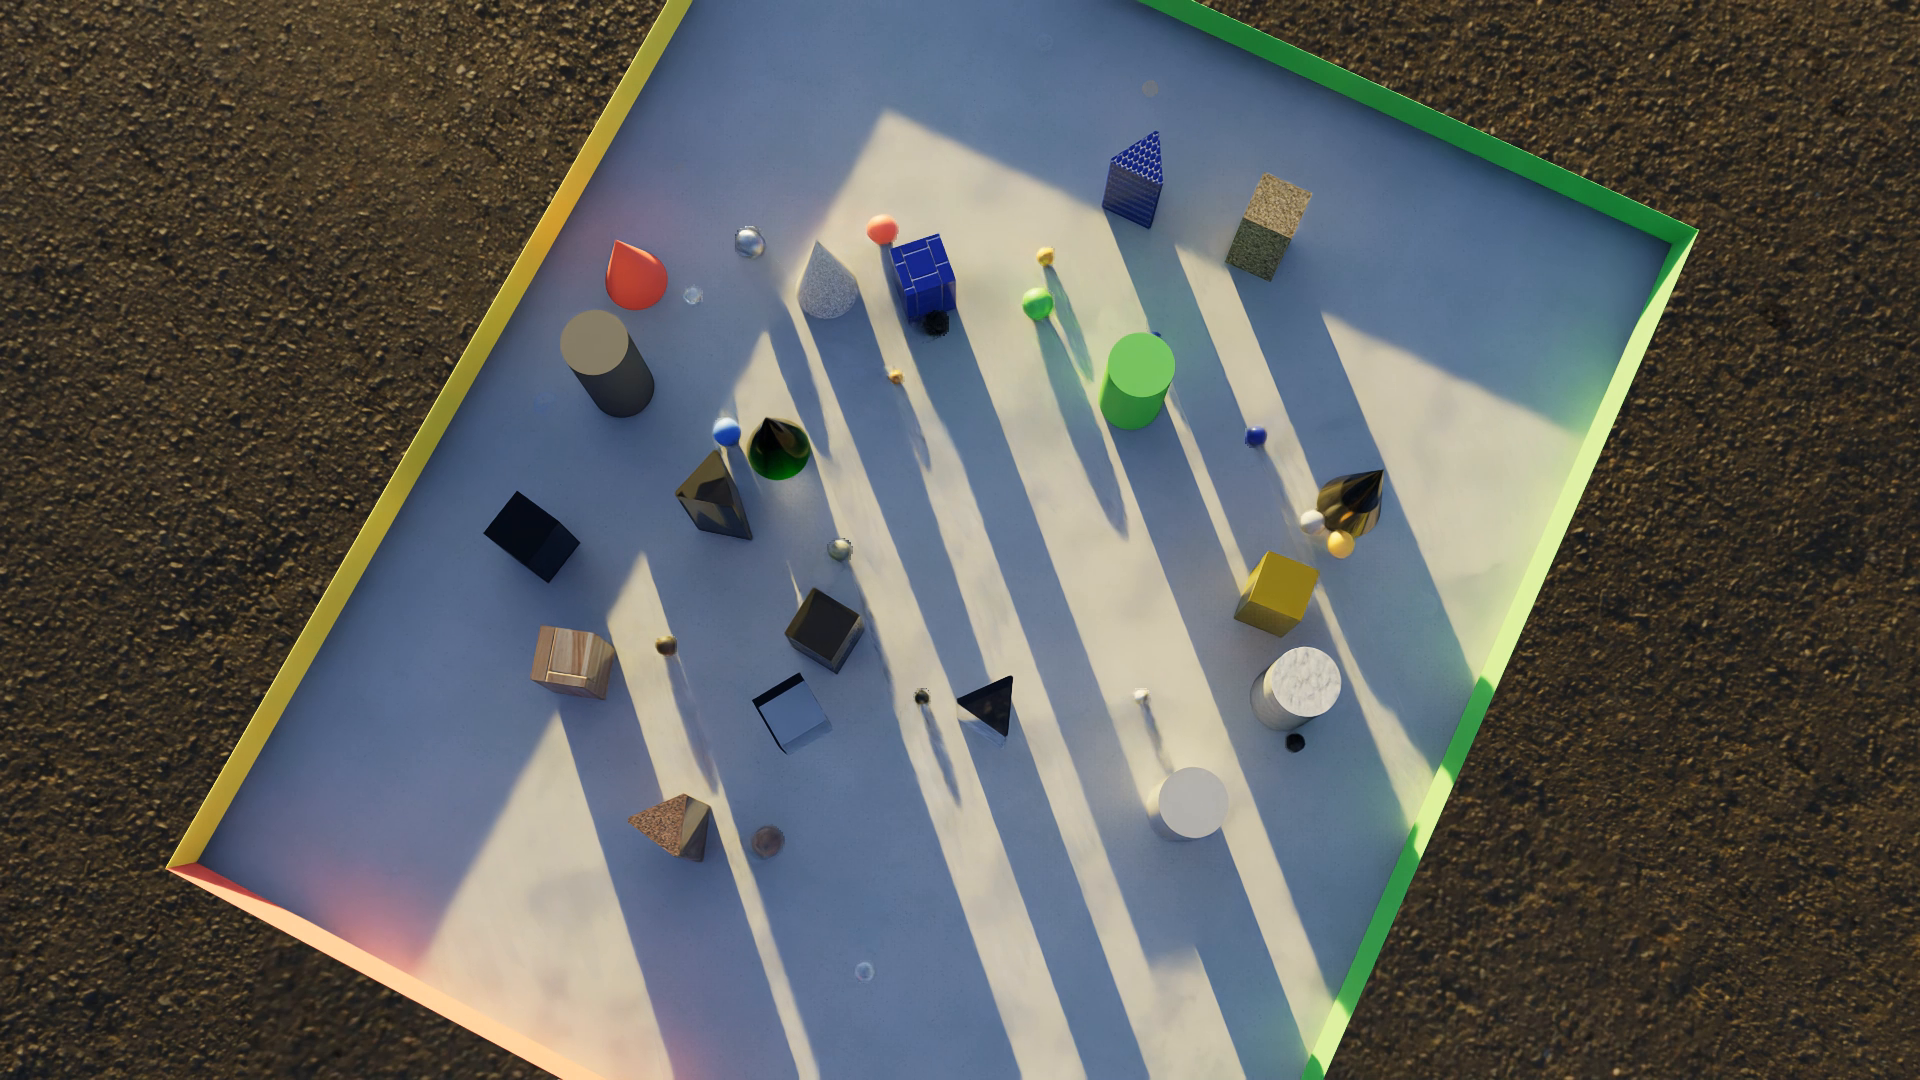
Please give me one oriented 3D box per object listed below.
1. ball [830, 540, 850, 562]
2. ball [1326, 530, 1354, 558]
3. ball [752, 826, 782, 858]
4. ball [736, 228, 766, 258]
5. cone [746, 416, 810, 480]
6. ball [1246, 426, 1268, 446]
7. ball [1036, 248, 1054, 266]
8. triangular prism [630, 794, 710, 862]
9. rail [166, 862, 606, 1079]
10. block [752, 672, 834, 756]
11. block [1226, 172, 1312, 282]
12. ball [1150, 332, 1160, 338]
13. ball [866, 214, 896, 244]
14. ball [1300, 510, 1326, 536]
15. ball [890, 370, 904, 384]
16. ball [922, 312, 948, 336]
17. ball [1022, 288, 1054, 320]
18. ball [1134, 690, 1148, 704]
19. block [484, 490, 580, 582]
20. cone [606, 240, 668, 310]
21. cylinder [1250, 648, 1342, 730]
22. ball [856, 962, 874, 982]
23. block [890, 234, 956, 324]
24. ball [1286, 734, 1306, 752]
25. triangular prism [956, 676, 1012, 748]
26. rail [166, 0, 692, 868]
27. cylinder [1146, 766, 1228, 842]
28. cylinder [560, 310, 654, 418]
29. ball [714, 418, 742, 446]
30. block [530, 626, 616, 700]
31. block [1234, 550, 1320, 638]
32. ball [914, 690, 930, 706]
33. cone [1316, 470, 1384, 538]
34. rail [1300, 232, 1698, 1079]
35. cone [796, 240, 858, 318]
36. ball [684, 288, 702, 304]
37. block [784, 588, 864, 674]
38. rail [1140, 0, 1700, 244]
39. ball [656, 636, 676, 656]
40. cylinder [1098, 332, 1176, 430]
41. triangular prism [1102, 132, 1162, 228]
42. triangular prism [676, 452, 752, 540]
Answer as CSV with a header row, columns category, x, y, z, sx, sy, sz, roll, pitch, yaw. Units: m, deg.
category,x,y,z,sx,sy,sz,roll,pitch,yaw
ball,-0.366,0.033,5.577,0.064,0.064,0.064,0,78,0
ball,1.157,0.013,5.571,0.084,0.084,0.084,0,78,0
ball,-0.568,0.888,5.387,0.090,0.090,0.090,0,78,0
ball,-0.659,-0.934,5.764,0.091,0.091,0.091,0,78,0
cone,-0.562,-0.319,5.491,0.197,0.375,0.197,0,78,0
ball,0.915,-0.319,5.650,0.065,0.065,0.065,0,78,0
ball,0.269,-0.893,5.773,0.055,0.055,0.055,0,78,0
triangular prism,-0.789,0.798,5.208,0.171,0.477,0.148,35,80,7
rail,-0.838,1.649,5.209,3.232,0.128,0.045,26,80,5
block,-0.487,0.513,5.369,0.158,0.277,0.158,-30,80,-6
block,0.943,-0.955,5.621,0.158,0.377,0.158,25,79,5
ball,0.607,-0.631,5.726,0.041,0.041,0.041,0,78,0
ball,-0.247,-0.977,5.771,0.093,0.093,0.093,0,78,0
ball,1.077,-0.051,5.589,0.075,0.075,0.075,0,78,0
ball,-0.198,-0.506,5.700,0.041,0.041,0.041,0,78,0
ball,-0.078,-0.675,5.717,0.078,0.078,0.078,0,78,0
ball,0.243,-0.738,5.719,0.099,0.099,0.099,0,78,0
ball,0.544,0.472,5.497,0.044,0.044,0.044,0,78,0
block,-1.273,-0.006,5.463,0.158,0.302,0.158,35,80,7
cone,-1.022,-0.855,5.612,0.197,0.356,0.197,0,78,0
cylinder,0.971,0.437,5.329,0.197,0.387,0.197,0,78,0
ball,-0.277,1.256,5.328,0.056,0.056,0.056,0,78,0
block,-0.112,-0.804,5.650,0.158,0.261,0.158,-19,79,-4
ball,1.002,0.604,5.463,0.056,0.056,0.056,0,78,0
triangular prism,0.103,0.479,5.319,0.171,0.389,0.148,35,80,7
rail,-1.424,-0.691,5.693,0.045,0.128,3.797,26,80,5
cylinder,0.652,0.766,5.283,0.197,0.344,0.197,0,78,0
cylinder,-1.052,-0.523,5.493,0.197,0.455,0.197,0,78,0
ball,-0.717,-0.331,5.641,0.086,0.086,0.086,0,78,0
block,-1.133,0.363,5.380,0.158,0.317,0.158,8,78,2
block,0.933,0.164,5.418,0.158,0.323,0.158,22,79,4
ball,-0.115,0.473,5.496,0.044,0.044,0.044,0,78,0
cone,1.196,-0.152,5.405,0.197,0.476,0.197,0,78,0
rail,1.424,0.704,5.404,0.045,0.128,3.797,26,80,5
cone,-0.420,-0.835,5.570,0.197,0.430,0.197,0,78,0
ball,-0.839,-0.766,5.748,0.054,0.054,0.054,0,78,0
block,-0.397,0.271,5.414,0.158,0.287,0.158,31,80,6
rail,0.838,-1.635,5.889,3.232,0.128,0.045,26,80,5
ball,-0.886,0.317,5.520,0.061,0.061,0.061,0,78,0
cylinder,0.530,-0.475,5.529,0.197,0.364,0.197,0,78,0
triangular prism,0.560,-1.128,5.668,0.171,0.356,0.148,26,80,5
triangular prism,-0.706,-0.137,5.407,0.171,0.466,0.148,11,79,2
